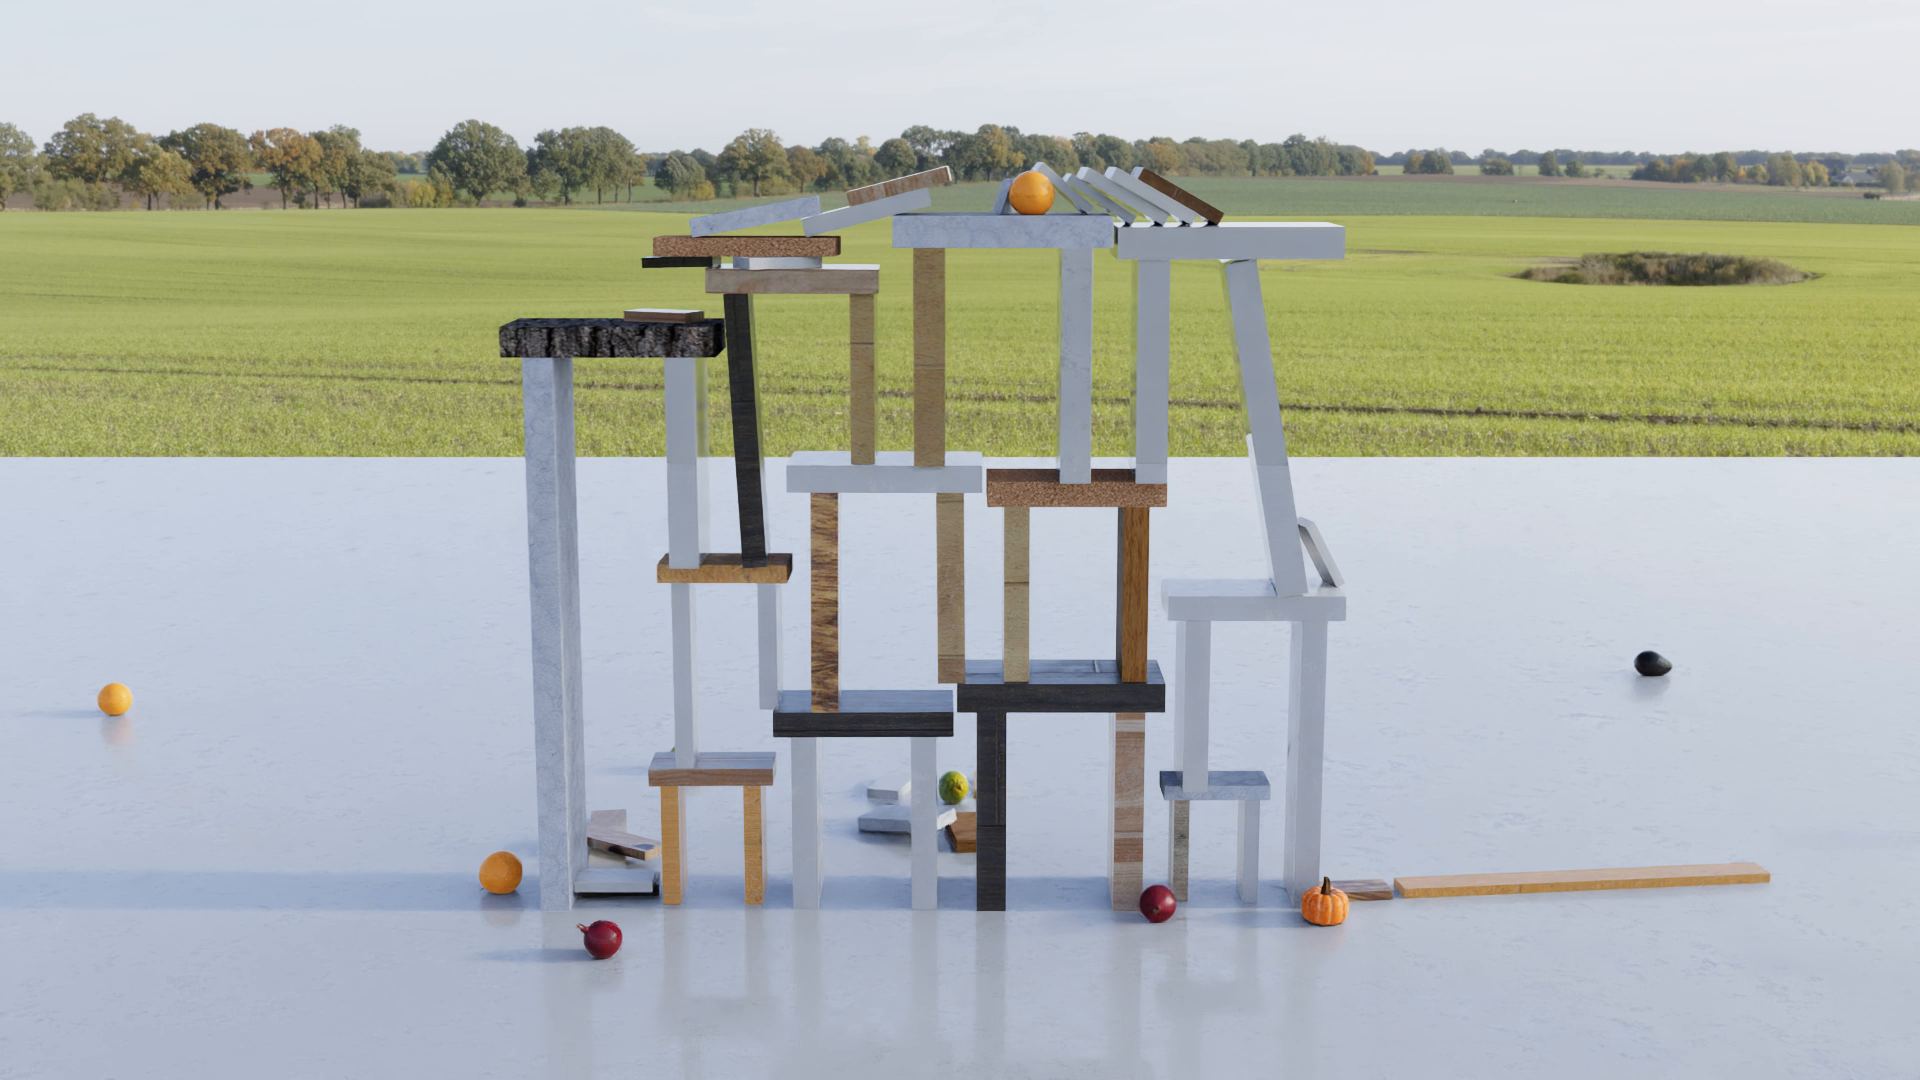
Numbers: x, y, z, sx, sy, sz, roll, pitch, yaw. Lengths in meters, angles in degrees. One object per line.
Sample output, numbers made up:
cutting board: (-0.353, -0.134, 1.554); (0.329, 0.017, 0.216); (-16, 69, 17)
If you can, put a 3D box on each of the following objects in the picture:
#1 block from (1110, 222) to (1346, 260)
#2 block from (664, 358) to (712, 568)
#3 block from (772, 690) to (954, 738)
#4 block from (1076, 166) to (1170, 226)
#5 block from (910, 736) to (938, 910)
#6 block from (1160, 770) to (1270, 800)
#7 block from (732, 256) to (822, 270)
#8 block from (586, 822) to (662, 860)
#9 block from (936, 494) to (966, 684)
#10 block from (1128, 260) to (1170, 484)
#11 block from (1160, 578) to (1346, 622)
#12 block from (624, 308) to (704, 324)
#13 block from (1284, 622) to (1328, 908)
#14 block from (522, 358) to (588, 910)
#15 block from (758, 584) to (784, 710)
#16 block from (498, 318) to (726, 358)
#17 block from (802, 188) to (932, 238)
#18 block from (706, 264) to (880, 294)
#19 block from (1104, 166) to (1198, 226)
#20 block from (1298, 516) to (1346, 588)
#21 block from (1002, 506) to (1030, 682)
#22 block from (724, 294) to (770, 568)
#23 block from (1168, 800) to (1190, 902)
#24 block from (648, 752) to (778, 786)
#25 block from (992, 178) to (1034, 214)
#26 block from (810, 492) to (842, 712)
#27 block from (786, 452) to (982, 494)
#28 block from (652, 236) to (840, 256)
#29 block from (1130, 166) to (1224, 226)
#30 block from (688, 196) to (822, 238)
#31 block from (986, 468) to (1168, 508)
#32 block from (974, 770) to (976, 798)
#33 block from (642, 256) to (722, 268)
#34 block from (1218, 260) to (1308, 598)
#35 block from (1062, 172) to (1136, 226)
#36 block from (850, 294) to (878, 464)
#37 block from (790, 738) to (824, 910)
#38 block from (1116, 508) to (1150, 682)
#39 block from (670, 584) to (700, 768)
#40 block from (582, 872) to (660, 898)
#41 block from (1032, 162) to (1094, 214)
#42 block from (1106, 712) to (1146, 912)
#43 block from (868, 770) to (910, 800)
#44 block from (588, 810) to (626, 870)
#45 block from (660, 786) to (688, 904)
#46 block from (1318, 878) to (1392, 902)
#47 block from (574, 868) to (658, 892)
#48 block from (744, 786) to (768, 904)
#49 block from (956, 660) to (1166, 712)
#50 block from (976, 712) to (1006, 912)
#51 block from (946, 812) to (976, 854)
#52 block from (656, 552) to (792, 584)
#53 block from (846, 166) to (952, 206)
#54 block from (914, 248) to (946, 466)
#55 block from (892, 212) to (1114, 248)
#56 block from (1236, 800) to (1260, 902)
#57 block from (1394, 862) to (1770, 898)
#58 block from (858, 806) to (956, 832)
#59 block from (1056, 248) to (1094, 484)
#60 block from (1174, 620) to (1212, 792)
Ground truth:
block: (0.418, -0.473, 3.473); (0.350, 0.050, 0.175); (0, 11, 0)
block: (-0.437, -0.134, 3.536); (0.047, 0.335, 0.167); (0, 11, 0)
block: (-0.156, 0.284, 3.610); (0.291, 0.041, 0.145); (0, 11, -1)
block: (0.255, -0.541, 3.456); (0.148, 0.021, 0.074); (28, 6, -11)
block: (-0.059, 0.448, 3.640); (0.041, 0.291, 0.145); (0, 11, 0)
block: (0.421, 0.406, 3.640); (0.174, 0.025, 0.087); (0, 10, 0)
block: (-0.285, -0.434, 3.436); (0.124, 0.018, 0.062); (-6, 12, -30)
block: (-0.606, 0.528, 3.858); (0.203, 0.016, 0.057); (7, 13, 35)
block: (-0.014, 0.064, 3.569); (0.044, 0.309, 0.154); (0, 11, 0)
block: (0.302, -0.277, 3.510); (0.050, 0.350, 0.175); (0, 11, 1)
block: (0.474, 0.097, 3.576); (0.283, 0.040, 0.142); (0, 11, 0)
block: (-0.475, -0.359, 3.526); (0.114, 0.016, 0.057); (4, 11, 23)
block: (0.568, 0.353, 3.624); (0.040, 0.482, 0.142); (0, 11, 1)
block: (-0.658, 0.145, 3.587); (0.047, 0.904, 0.167); (0, 11, 1)
block: (-0.309, 0.162, 3.586); (0.029, 0.208, 0.104); (0, 11, 0)
block: (-0.549, -0.322, 3.501); (0.335, 0.047, 0.167); (0, 11, 0)
block: (-0.148, -0.518, 3.467); (0.203, 0.029, 0.101); (-15, 10, 0)
block: (-0.261, -0.413, 3.472); (0.268, 0.038, 0.134); (0, 11, -1)
block: (0.298, -0.541, 3.453); (0.148, 0.021, 0.074); (28, 6, -10)
block: (0.584, 0.020, 3.579); (0.017, 0.117, 0.058); (-31, 16, -7)
block: (0.090, 0.075, 3.575); (0.040, 0.284, 0.142); (0, 10, 0)
block: (-0.339, -0.181, 3.513); (0.038, 0.433, 0.134); (-3, 11, -2)
block: (0.363, 0.504, 3.658); (0.025, 0.174, 0.087); (0, 10, 0)
block: (-0.407, 0.377, 3.627); (0.203, 0.029, 0.101); (0, 11, -1)
block: (0.085, -0.548, 3.502); (0.015, 0.054, 0.107); (25, 18, 15)
block: (-0.217, 0.087, 3.576); (0.044, 0.358, 0.154); (0, 11, -1)
block: (-0.119, -0.110, 3.538); (0.309, 0.044, 0.154); (0, 11, 0)
block: (-0.334, -0.464, 3.469); (0.285, 0.029, 0.101); (0, 10, 2)
block: (0.341, -0.543, 3.465); (0.148, 0.021, 0.074); (28, 6, -10)
block: (-0.321, -0.510, 3.464); (0.203, 0.029, 0.101); (-10, 10, 0)
block: (0.185, -0.085, 3.546); (0.284, 0.040, 0.142); (0, 11, 0)
block: (0.058, 0.473, 4.253); (0.062, 0.018, 0.124); (0, 11, 1)
block: (-0.441, -0.442, 3.483); (0.114, 0.016, 0.057); (0, 11, 8)
block: (0.486, -0.187, 3.529); (0.050, 0.534, 0.175); (-10, 10, 5)
block: (0.218, -0.537, 3.463); (0.124, 0.015, 0.054); (32, 5, -11)
block: (-0.153, -0.264, 3.514); (0.038, 0.268, 0.134); (0, 11, 0)
block: (-0.252, 0.448, 3.640); (0.041, 0.291, 0.145); (0, 11, 0)
block: (0.280, 0.075, 3.576); (0.040, 0.284, 0.142); (0, 11, 0)
block: (-0.449, 0.211, 3.600); (0.029, 0.309, 0.104); (0, 11, -1)
block: (-0.568, 0.578, 3.685); (0.128, 0.018, 0.064); (-1, 11, -6)
block: (0.162, -0.554, 3.463); (0.107, 0.015, 0.054); (39, 3, -13)
block: (0.274, 0.426, 3.639); (0.047, 0.334, 0.167); (0, 11, 0)
block: (-0.129, 0.474, 4.248); (0.062, 0.018, 0.124); (3, 11, 17)
block: (-0.622, 0.540, 3.889); (0.064, 0.018, 0.359); (-2, 11, -8)
block: (-0.474, 0.491, 3.648); (0.029, 0.203, 0.101); (0, 11, 0)
block: (0.654, 0.583, 3.659); (0.117, 0.017, 0.058); (-1, 11, -7)
block: (-0.571, 0.566, 3.652); (0.128, 0.018, 0.064); (0, 11, 0)
block: (-0.339, 0.491, 3.648); (0.029, 0.202, 0.101); (0, 11, 0)
block: (0.162, 0.238, 3.604); (0.334, 0.047, 0.167); (0, 11, 0)
block: (0.051, 0.426, 3.639); (0.047, 0.334, 0.167); (0, 11, 0)
block: (0.023, 0.525, 3.957); (0.081, 0.023, 0.162); (-2, 11, -8)
block: (-0.380, 0.045, 3.566); (0.208, 0.029, 0.104); (0, 11, 1)
block: (-0.095, -0.557, 3.462); (0.162, 0.023, 0.081); (-14, 10, 4)
block: (-0.048, -0.298, 3.502); (0.048, 0.340, 0.170); (0, 11, 0)
block: (0.066, -0.489, 3.466); (0.340, 0.048, 0.170); (0, 11, 0)
block: (0.479, 0.504, 3.658); (0.025, 0.174, 0.087); (0, 11, 0)
block: (1.051, 0.574, 3.711); (0.639, 0.017, 0.059); (-1, 11, -7)
block: (-0.096, 0.506, 3.988); (0.162, 0.023, 0.081); (-3, 9, 35)
block: (0.181, -0.285, 3.505); (0.048, 0.368, 0.170); (0, 11, 0)
block: (0.380, 0.256, 3.603); (0.040, 0.284, 0.142); (0, 10, -1)
